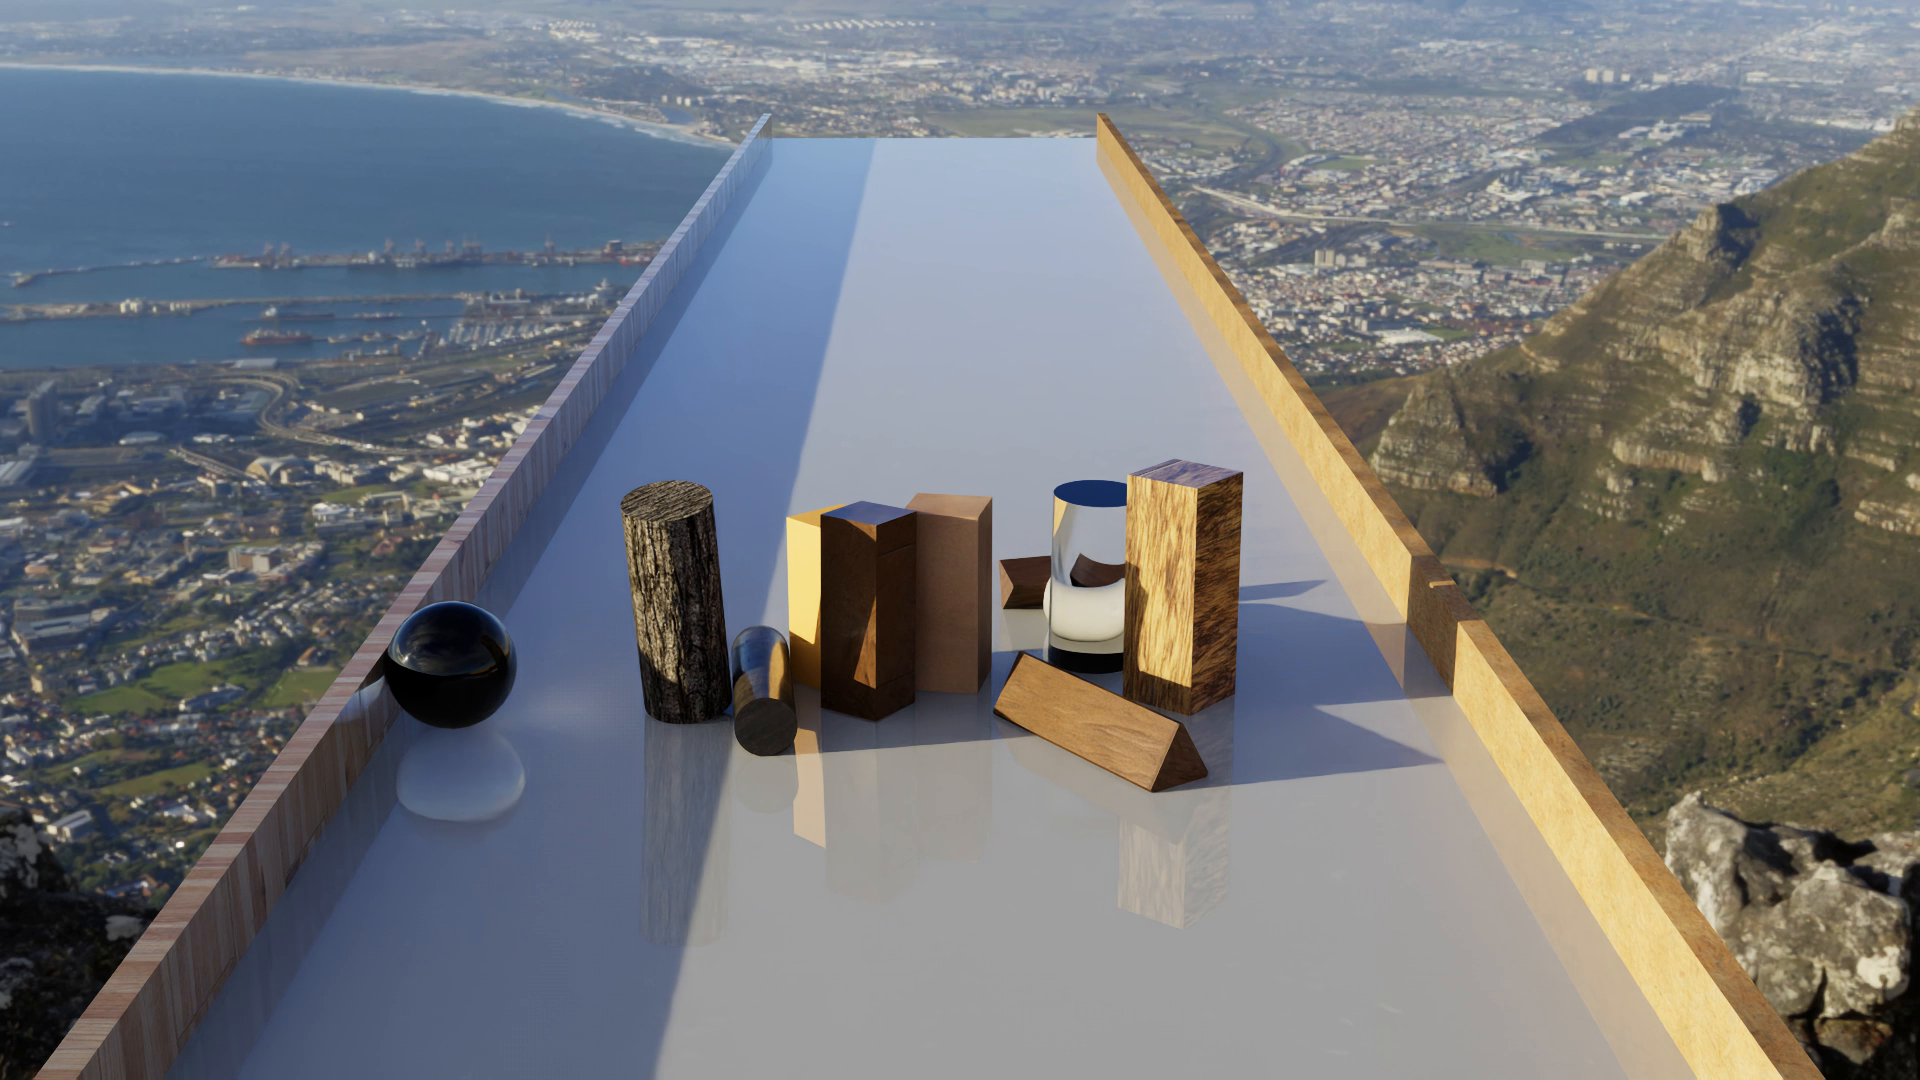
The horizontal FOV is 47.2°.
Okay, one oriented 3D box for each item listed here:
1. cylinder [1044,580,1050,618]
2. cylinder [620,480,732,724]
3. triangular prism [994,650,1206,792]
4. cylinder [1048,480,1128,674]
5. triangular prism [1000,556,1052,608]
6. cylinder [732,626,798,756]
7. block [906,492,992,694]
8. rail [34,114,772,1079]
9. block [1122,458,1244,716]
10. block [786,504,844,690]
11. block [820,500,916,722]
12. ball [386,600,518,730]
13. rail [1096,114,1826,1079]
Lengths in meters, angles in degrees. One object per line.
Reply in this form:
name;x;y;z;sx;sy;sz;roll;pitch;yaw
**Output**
cylinder;0.343;0.143;4.551;0.330;0.111;0.111;10;19;31
cylinder;-0.520;0.116;4.052;0.165;0.422;0.165;-2;28;1
triangular prism;0.247;0.314;3.965;0.128;0.111;0.458;-12;20;-34
cylinder;0.269;0.072;4.366;0.179;0.345;0.179;1;19;0
triangular prism;0.247;0.070;4.749;0.322;0.090;0.104;-5;-26;-16
cylinder;-0.368;0.276;4.103;0.112;0.112;0.402;-2;17;-6
block;-0.025;0.102;4.263;0.149;0.353;0.149;3;17;11
rail;-1.118;-0.838;7.780;0.050;0.150;12.000;0;17;-1
block;0.420;0.087;4.159;0.155;0.441;0.155;13;21;37
block;-0.235;0.115;4.262;0.138;0.329;0.138;-15;22;-41
block;-0.172;0.131;4.120;0.128;0.377;0.128;11;19;32
ball;-0.934;0.229;4.042;0.236;0.236;0.236;0;17;0
rail;0.932;-0.844;7.801;0.050;0.150;12.000;0;17;-1
